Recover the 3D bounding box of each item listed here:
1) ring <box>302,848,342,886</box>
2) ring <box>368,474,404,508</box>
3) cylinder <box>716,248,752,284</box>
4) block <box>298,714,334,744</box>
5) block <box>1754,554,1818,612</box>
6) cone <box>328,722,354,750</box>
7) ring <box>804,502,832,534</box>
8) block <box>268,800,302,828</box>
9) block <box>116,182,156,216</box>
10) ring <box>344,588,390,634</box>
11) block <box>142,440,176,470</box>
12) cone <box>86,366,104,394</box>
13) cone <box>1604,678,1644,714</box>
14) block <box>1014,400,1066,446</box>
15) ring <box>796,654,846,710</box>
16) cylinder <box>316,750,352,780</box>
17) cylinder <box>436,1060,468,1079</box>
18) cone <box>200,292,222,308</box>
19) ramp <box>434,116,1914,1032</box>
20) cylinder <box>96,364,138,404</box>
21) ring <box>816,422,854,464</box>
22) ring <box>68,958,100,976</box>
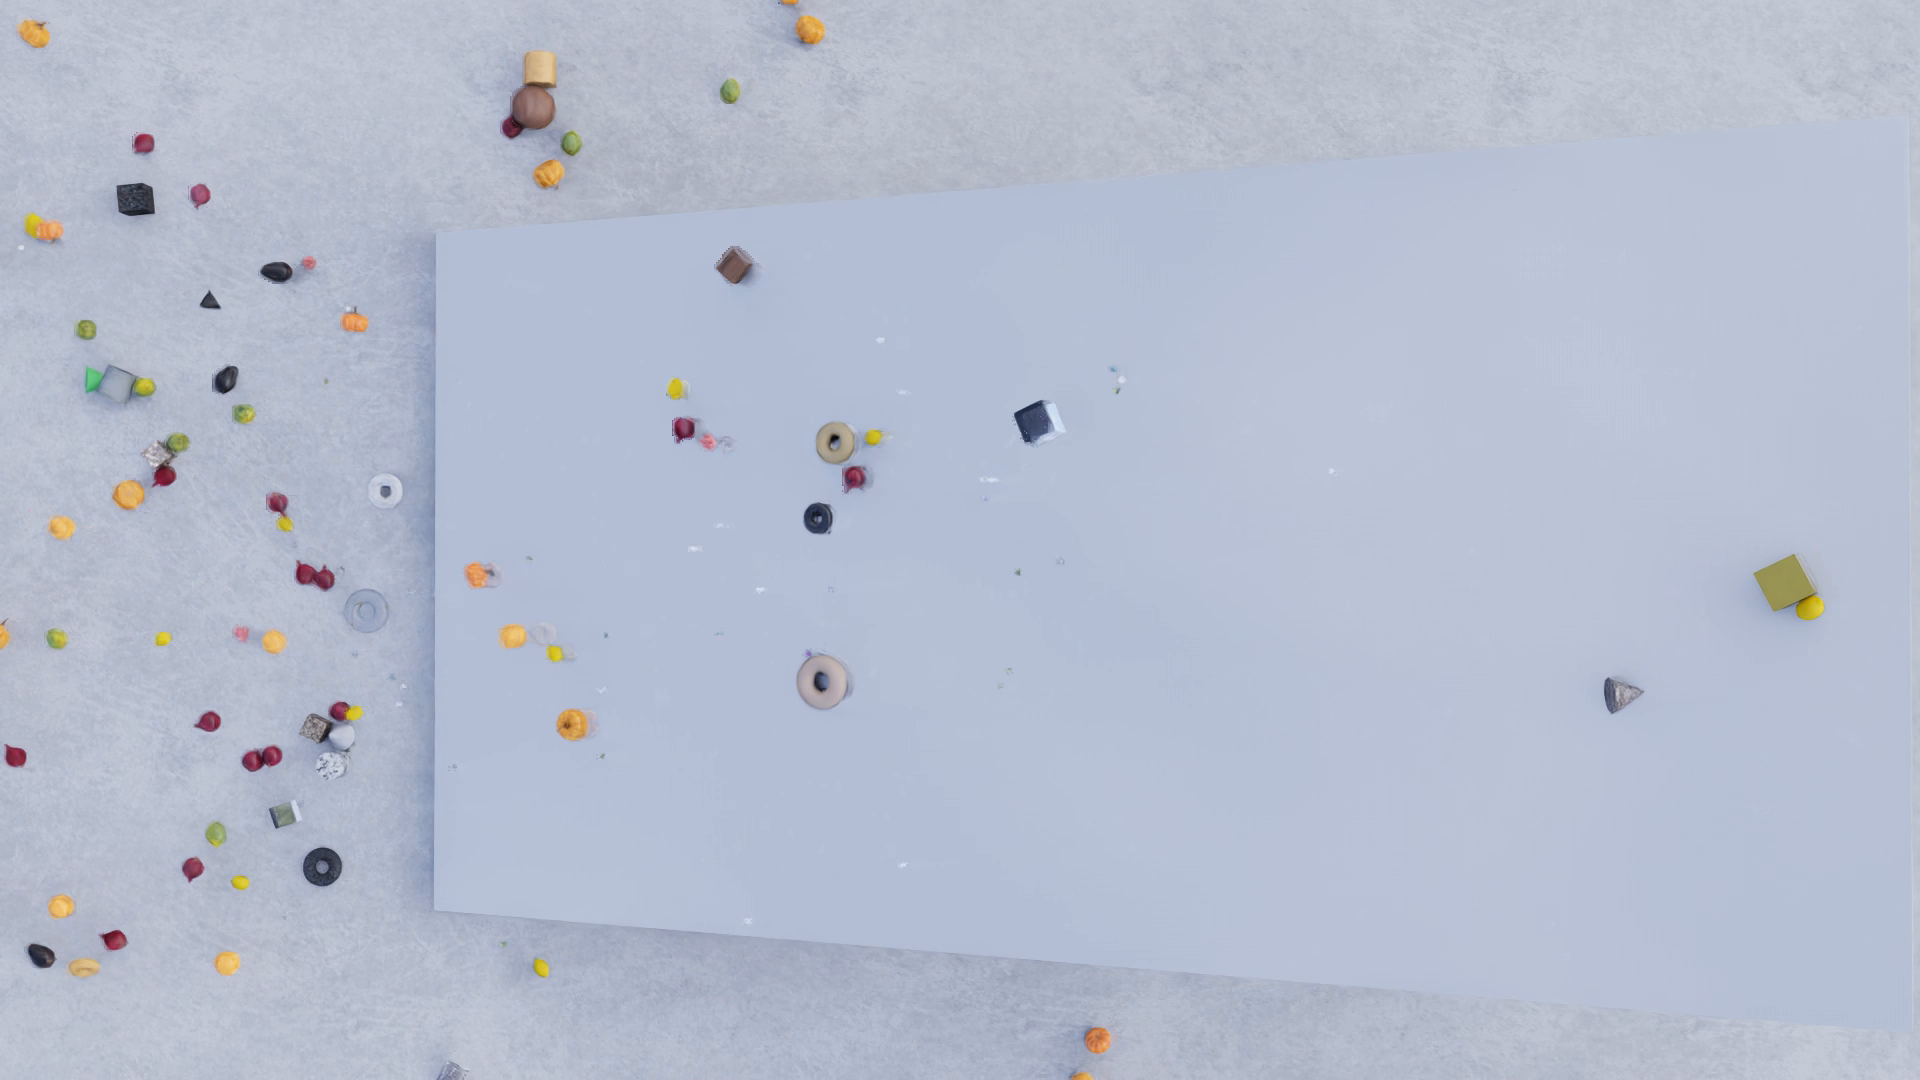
[{"bbox_3d":[-1.901,0.974,6.555,0.116,0.039,0.116,0,88,-1],"label":"ring"},{"bbox_3d":[-1.716,-0.146,6.569,0.106,0.035,0.106,0,91,0],"label":"ring"},{"bbox_3d":[-0.617,-0.751,6.024,0.071,0.071,0.071,42,105,0],"label":"cylinder"},{"bbox_3d":[-1.917,0.560,6.546,0.064,0.064,0.064,27,89,0],"label":"block"},{"bbox_3d":[1.824,0.095,4.857,0.096,0.096,0.096,-29,77,22],"label":"block"},{"bbox_3d":[-1.855,0.580,6.528,0.084,0.084,0.084,-1,82,10],"label":"cone"},{"bbox_3d":[-0.384,-0.057,5.932,0.086,0.029,0.086,0,90,24],"label":"ring"},{"bbox_3d":[-2.007,0.816,6.544,0.064,0.064,0.064,-19,89,0],"label":"block"},{"bbox_3d":[-2.458,-1.015,6.557,0.079,0.079,0.079,-6,89,0],"label":"block"},{"bbox_3d":[-1.769,0.212,6.561,0.134,0.045,0.134,0,91,0],"label":"ring"},{"bbox_3d":[-2.390,-0.251,6.557,0.061,0.061,0.061,-39,89,0],"label":"block"},{"bbox_3d":[-2.567,-0.477,6.572,0.082,0.082,0.082,1,89,-27],"label":"cone"},{"bbox_3d":[1.526,0.351,5.026,0.082,0.082,0.082,-7,89,-2],"label":"cone"},{"bbox_3d":[0.204,-0.300,5.628,0.085,0.085,0.085,-25,79,23],"label":"block"},{"bbox_3d":[-0.372,0.381,5.910,0.148,0.049,0.148,0,90,24],"label":"ring"},{"bbox_3d":[-1.862,0.668,6.535,0.083,0.083,0.083,0,89,0],"label":"cylinder"},{"bbox_3d":[-1.509,1.590,6.533,0.066,0.066,0.066,29,89,0],"label":"cylinder"},{"bbox_3d":[-2.233,-0.707,6.580,0.057,0.057,0.057,33,89,-26],"label":"cone"},{"bbox_3d":[0.282,0.082,5.689,4.000,0.100,2.000,0,89,25],"label":"ramp"},{"bbox_3d":[-2.509,-0.463,6.545,0.090,0.090,0.090,25,87,0],"label":"cylinder"},{"bbox_3d":[-0.335,-0.262,5.906,0.116,0.039,0.116,-1,88,26],"label":"ring"},{"bbox_3d":[-2.600,1.270,6.531,0.089,0.089,0.030,-12,54,0],"label":"ring"}]
